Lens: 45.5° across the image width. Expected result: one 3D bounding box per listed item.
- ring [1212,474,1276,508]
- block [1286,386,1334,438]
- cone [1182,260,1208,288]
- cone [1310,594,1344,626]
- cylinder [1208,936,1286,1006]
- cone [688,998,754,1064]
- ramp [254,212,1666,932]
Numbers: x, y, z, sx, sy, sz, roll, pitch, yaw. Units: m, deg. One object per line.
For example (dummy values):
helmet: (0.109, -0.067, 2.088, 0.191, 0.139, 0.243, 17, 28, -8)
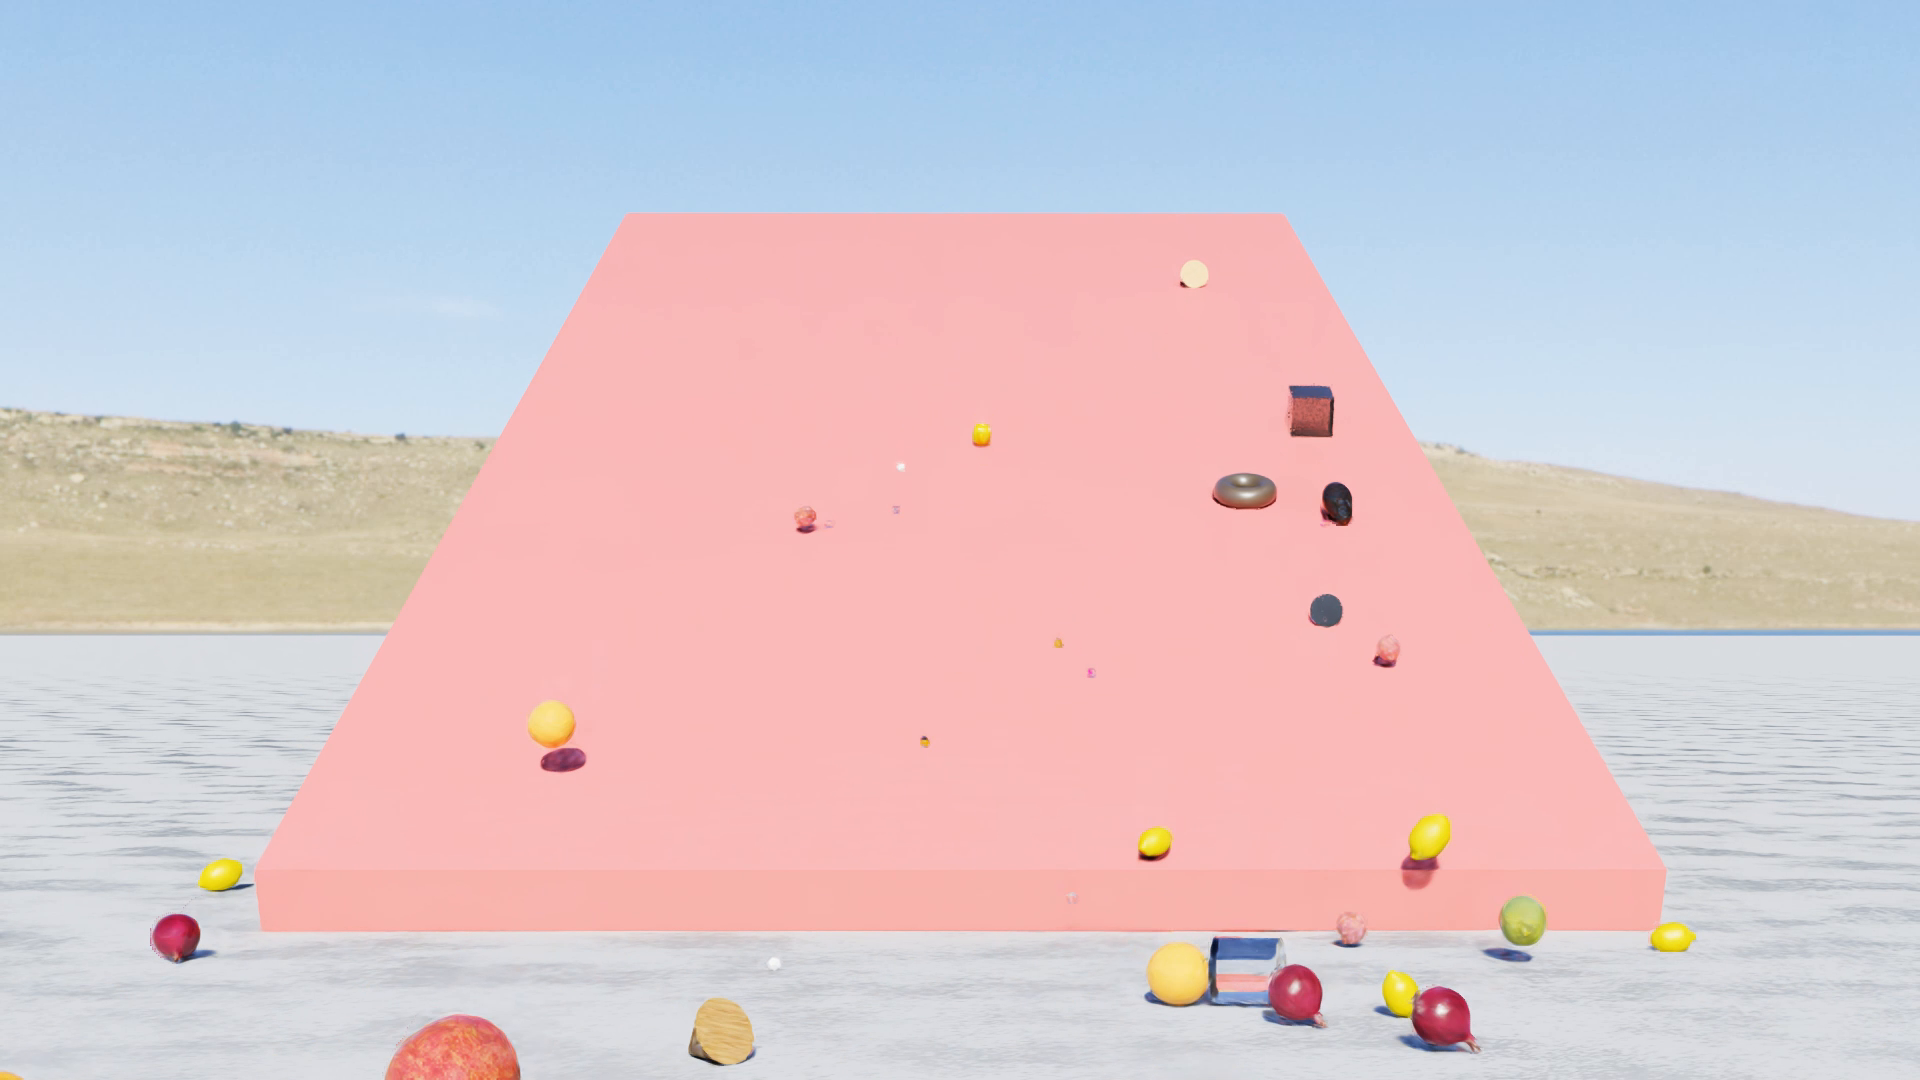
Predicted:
ring: (0.576, -0.099, 4.625, 0.129, 0.043, 0.129, -1, 22, 0)
block: (0.769, -0.281, 5.023, 0.090, 0.090, 0.090, 1, 21, 1)
cone: (0.626, -0.711, 6.195, 0.076, 0.076, 0.076, 0, -5, -8)
cone: (0.648, 0.127, 4.069, 0.059, 0.059, 0.059, 0, -8, 0)
cylinder: (0.330, 0.494, 2.625, 0.076, 0.076, 0.076, -2, -3, 17)
cone: (-0.256, 0.506, 2.305, 0.069, 0.069, 0.069, 2, -30, -43)
ramp: (-0.006, -0.218, 5.118, 2.000, 0.100, 4.000, 0, 21, 0)
